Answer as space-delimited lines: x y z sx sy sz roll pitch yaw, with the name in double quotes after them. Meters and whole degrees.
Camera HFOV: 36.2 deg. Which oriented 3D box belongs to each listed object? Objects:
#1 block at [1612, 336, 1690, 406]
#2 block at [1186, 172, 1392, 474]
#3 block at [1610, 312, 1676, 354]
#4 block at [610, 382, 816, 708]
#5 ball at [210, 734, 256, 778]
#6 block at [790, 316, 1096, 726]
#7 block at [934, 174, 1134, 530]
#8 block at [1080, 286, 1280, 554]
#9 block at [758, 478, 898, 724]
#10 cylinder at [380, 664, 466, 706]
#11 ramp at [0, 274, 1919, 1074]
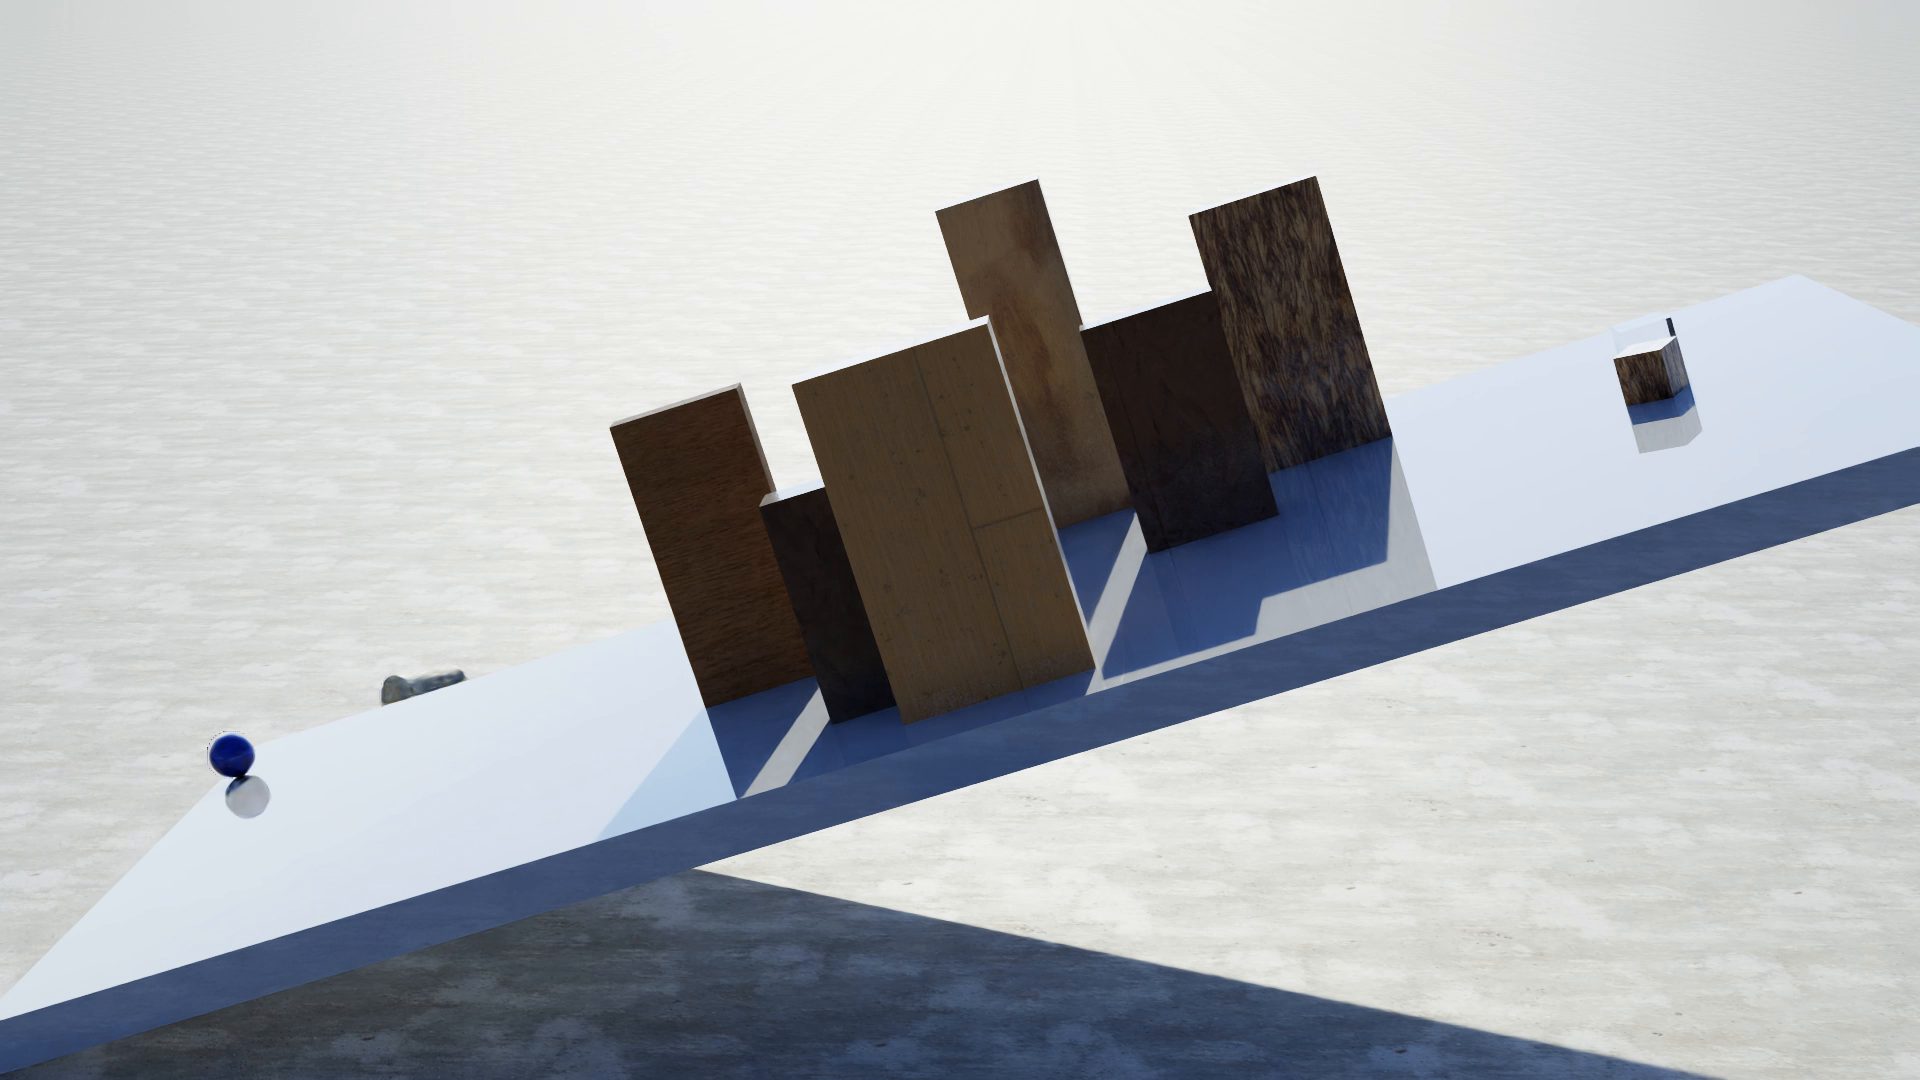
1.469 -0.359 6.248 0.107 0.107 0.107 -11 13 35 "block"
0.754 -0.494 6.727 0.301 0.622 0.081 -17 10 5 "block"
1.520 -0.429 6.508 0.114 0.114 0.114 -17 10 4 "block"
-0.498 0.013 6.180 0.280 0.629 0.084 -17 10 5 "block"
-1.760 0.521 7.113 0.108 0.108 0.108 0 11 0 "ball"
-0.026 -0.035 5.497 0.377 0.676 0.119 -17 10 5 "block"
0.183 -0.431 6.882 0.249 0.797 0.121 -17 10 5 "block"
0.469 -0.256 6.295 0.290 0.505 0.092 -17 10 5 "block"
-0.187 0.096 5.713 0.266 0.451 0.129 -17 10 5 "block"
-1.438 0.434 7.925 0.175 0.175 0.175 -11 16 -43 "cylinder"
0.099 0.183 6.312 4.000 0.100 2.000 -17 10 5 "ramp"
